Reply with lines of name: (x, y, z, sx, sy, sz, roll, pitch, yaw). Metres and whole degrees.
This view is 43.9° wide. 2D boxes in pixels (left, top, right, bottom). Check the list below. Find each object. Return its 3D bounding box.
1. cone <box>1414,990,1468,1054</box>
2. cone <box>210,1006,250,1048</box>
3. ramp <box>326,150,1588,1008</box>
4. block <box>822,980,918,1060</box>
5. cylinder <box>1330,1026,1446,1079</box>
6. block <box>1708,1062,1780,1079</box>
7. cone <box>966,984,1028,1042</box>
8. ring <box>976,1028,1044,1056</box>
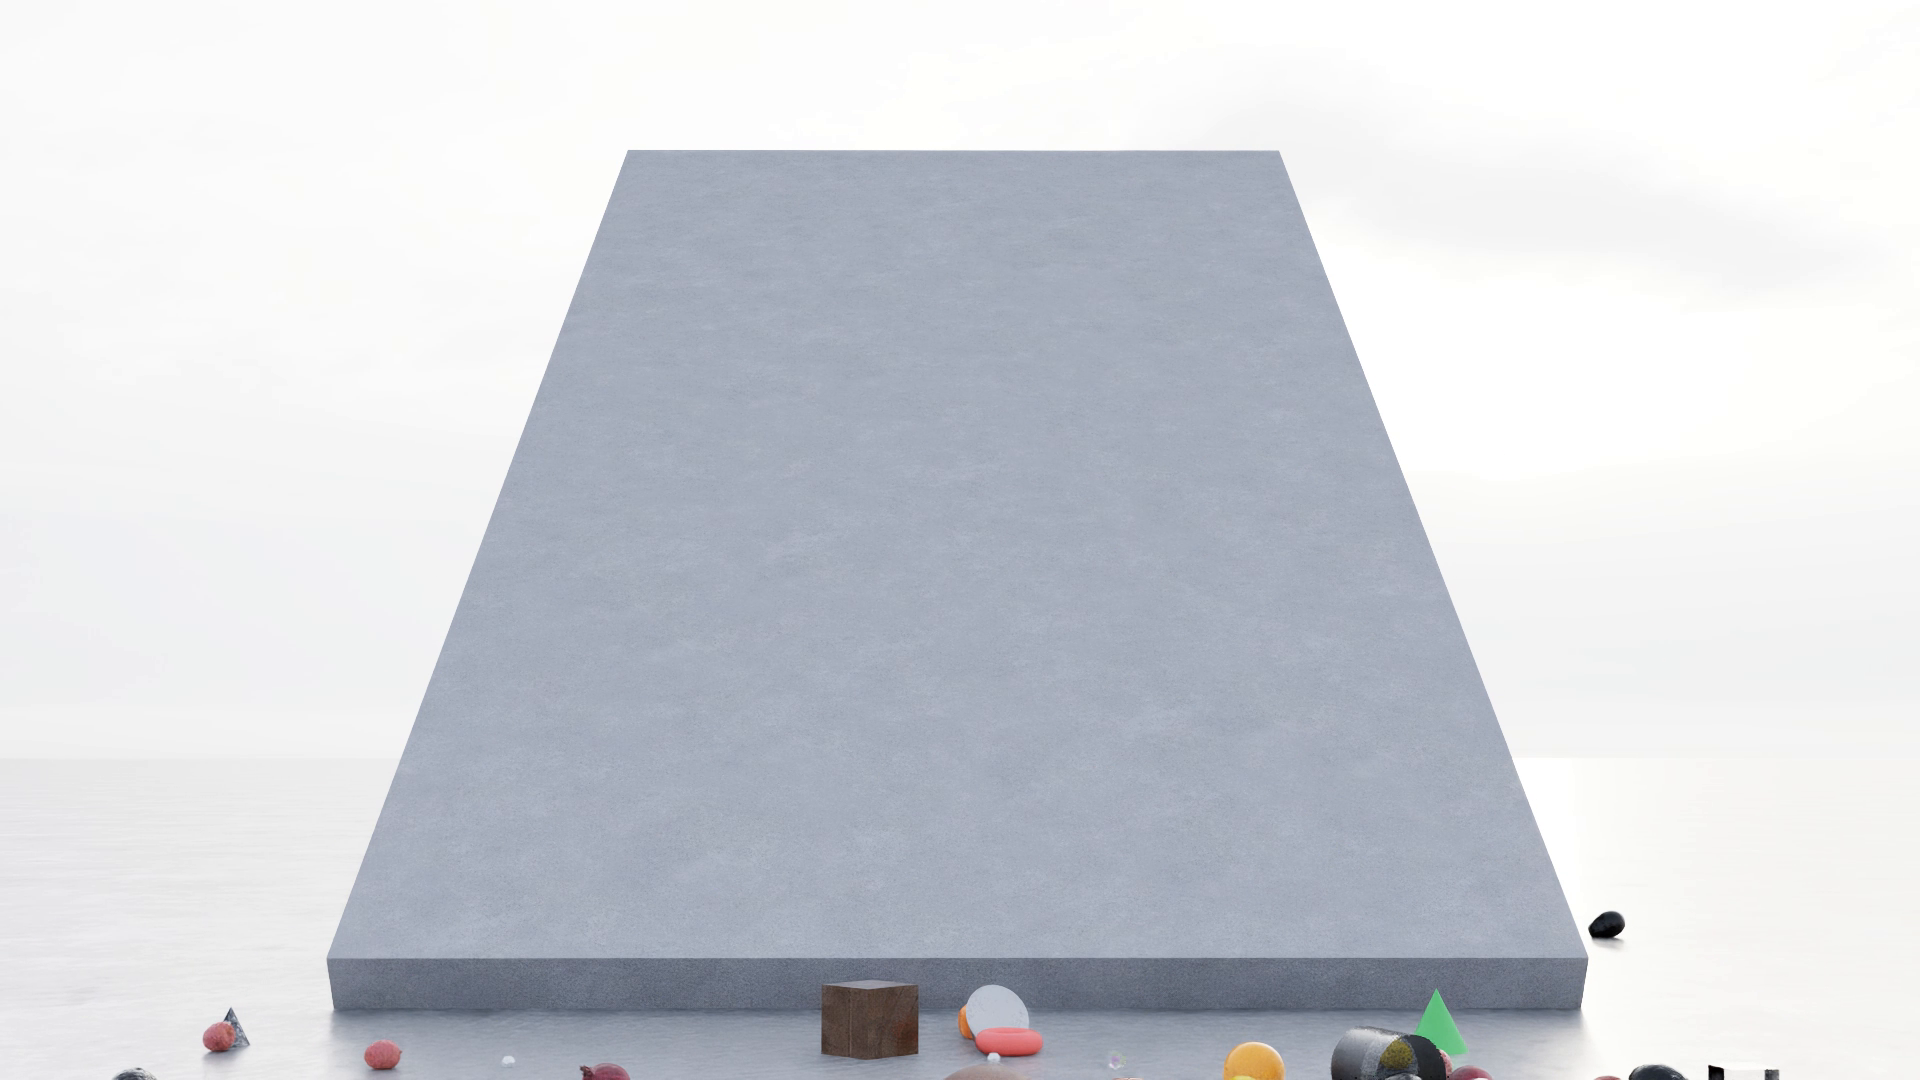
cone: (0.656, 0.660, 3.278, 0.085, 0.085, 0.085, 0, -5, 0)
cone: (-1.022, 0.680, 3.336, 0.055, 0.055, 0.055, 0, -5, 0)
ramp: (-0.011, -0.224, 5.565, 2.000, 0.100, 4.000, 0, 28, 0)
block: (-0.123, 0.653, 3.245, 0.093, 0.093, 0.093, 5, -7, -44)
cylinder: (0.487, 0.605, 2.710, 0.093, 0.093, 0.093, 2, -6, -23)
block: (0.883, 0.621, 2.682, 0.056, 0.056, 0.056, 1, -5, -11)
cone: (0.036, 0.687, 3.346, 0.094, 0.094, 0.094, 2, -32, -23)
ring: (0.067, 0.684, 3.248, 0.093, 0.031, 0.093, 1, -4, 0)
